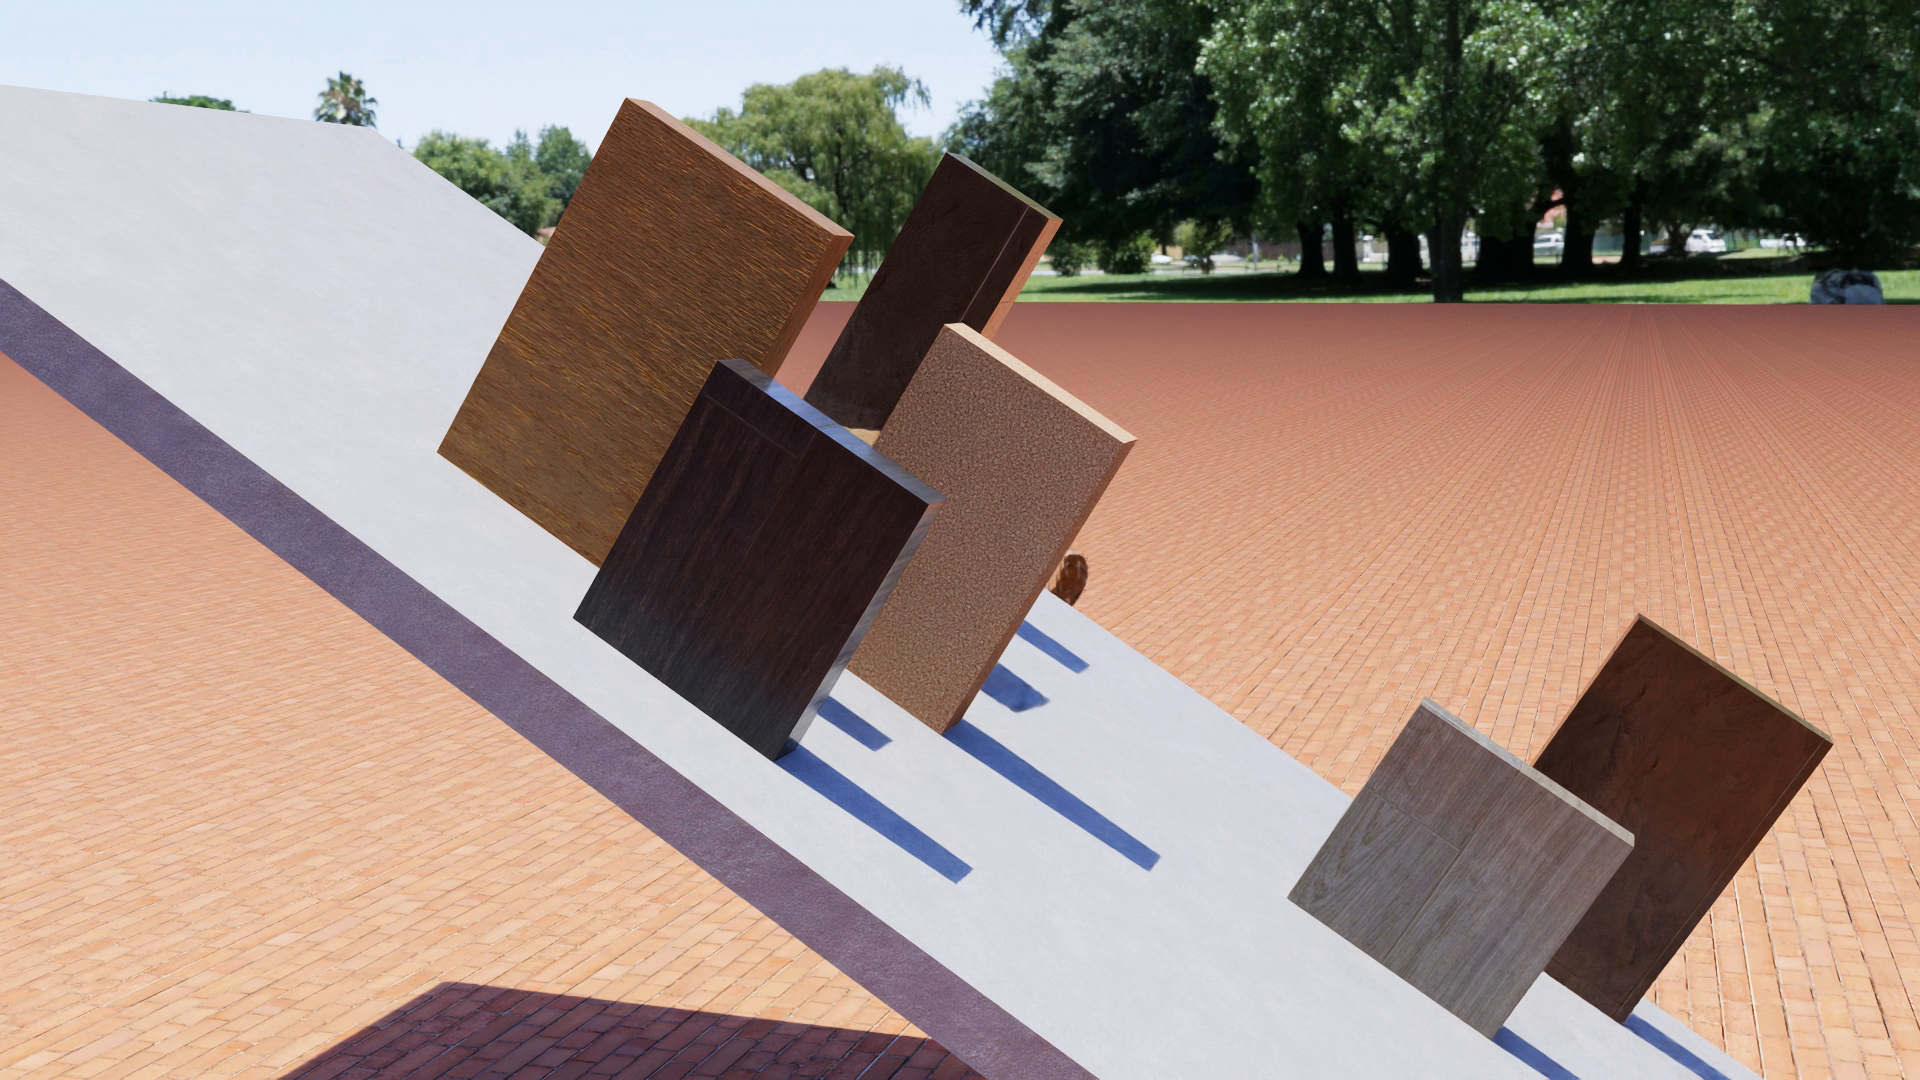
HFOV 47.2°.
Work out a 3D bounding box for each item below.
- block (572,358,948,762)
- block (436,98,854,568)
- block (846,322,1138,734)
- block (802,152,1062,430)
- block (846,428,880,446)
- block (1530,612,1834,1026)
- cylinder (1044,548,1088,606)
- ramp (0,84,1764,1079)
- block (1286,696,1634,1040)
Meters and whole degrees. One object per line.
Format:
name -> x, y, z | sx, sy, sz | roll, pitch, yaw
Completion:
block -> -0.311, 0.029, 3.373 | 0.393, 0.475, 0.093 | 34, 15, 11
block -> -0.530, -0.321, 3.652 | 0.423, 0.689, 0.096 | 34, 15, 11
block -> -0.015, -0.020, 3.851 | 0.372, 0.611, 0.109 | 34, 15, 11
block -> -0.102, -0.410, 4.623 | 0.258, 0.772, 0.115 | 34, 15, 11
block -> -0.234, -0.090, 4.123 | 0.210, 0.210, 0.210 | 7, -8, 12
block -> 1.364, 0.569, 4.478 | 0.441, 0.715, 0.085 | 34, 15, 11
cylinder -> 0.186, 0.073, 5.199 | 0.164, 0.164, 0.164 | -7, 29, -45
ramp -> -0.150, 0.248, 4.111 | 4.000, 0.100, 2.000 | 34, 15, 11
block -> 0.909, 0.597, 4.014 | 0.442, 0.445, 0.090 | 34, 15, 11
